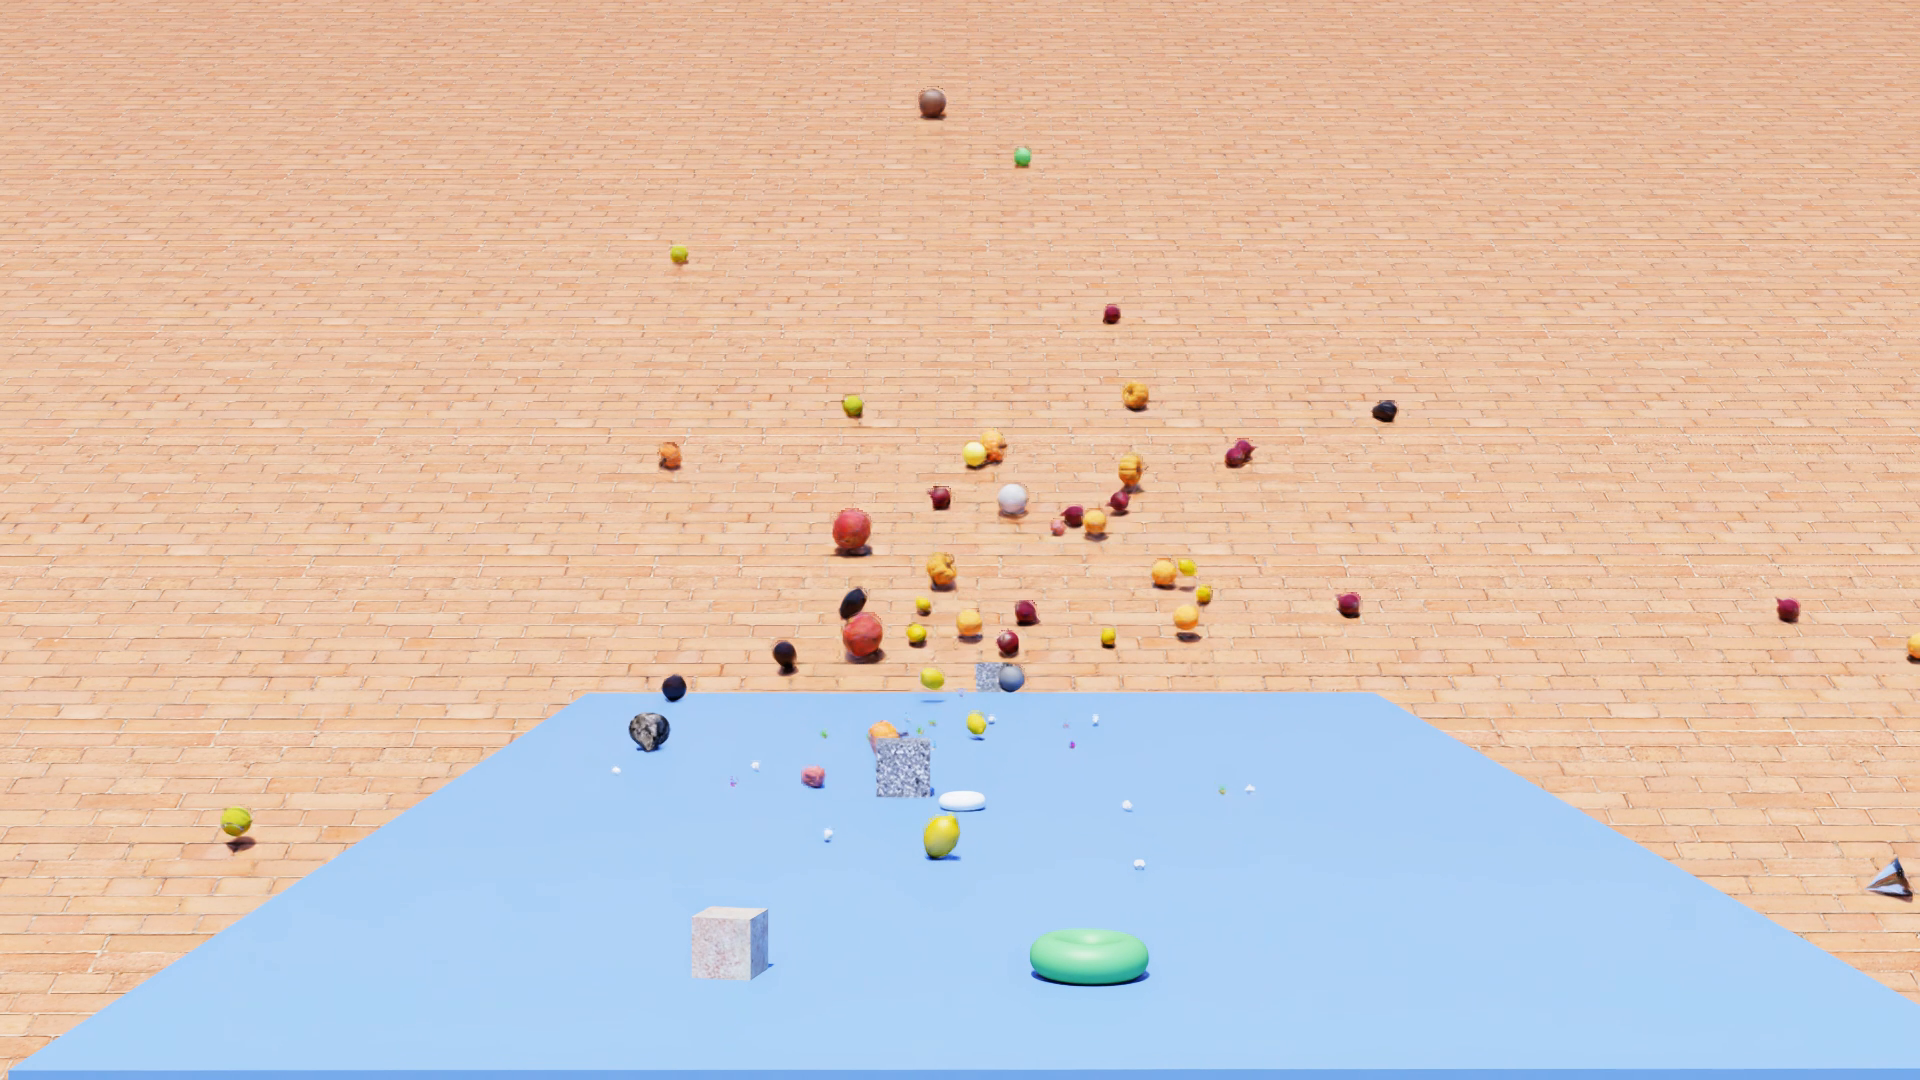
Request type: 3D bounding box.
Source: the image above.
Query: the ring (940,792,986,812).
[{"bbox_3d":[0.004,0.447,4.412,0.081,0.027,0.081,-1,3,0],"label":"ring"}]

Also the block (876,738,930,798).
[{"bbox_3d":[-0.101,0.406,4.608,0.096,0.096,0.096,0,2,-1],"label":"block"}]

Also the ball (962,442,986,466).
[{"bbox_3d":[0.045,-0.271,8.117,0.075,0.075,0.075,0,24,0],"label":"ball"}]

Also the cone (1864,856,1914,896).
[{"bbox_3d":[2.102,0.778,5.858,0.095,0.095,0.095,-22,20,16],"label":"cone"}]

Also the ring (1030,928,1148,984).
[{"bbox_3d":[0.151,0.486,3.005,0.140,0.047,0.140,1,3,0],"label":"ring"}]

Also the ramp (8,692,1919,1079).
[{"bbox_3d":[0.056,0.506,4.550,2.000,0.100,4.000,0,2,0],"label":"ramp"}]

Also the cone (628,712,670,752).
[{"bbox_3d":[-0.637,0.412,5.282,0.086,0.086,0.086,-2,29,-5],"label":"cone"}]

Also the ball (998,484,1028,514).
[{"bbox_3d":[0.158,-0.123,7.783,0.093,0.093,0.093,0,24,0],"label":"ball"}]

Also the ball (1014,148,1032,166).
[{"bbox_3d":[0.272,-1.661,11.191,0.077,0.077,0.077,0,24,0],"label":"ball"}]

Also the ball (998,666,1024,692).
[{"bbox_3d":[0.131,0.354,6.572,0.068,0.068,0.068,0,24,0],"label":"ball"}]

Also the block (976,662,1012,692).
[{"bbox_3d":[0.089,0.363,6.676,0.082,0.082,0.082,-3,-8,12],"label":"block"}]

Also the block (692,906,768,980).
[{"bbox_3d":[-0.269,0.472,3.020,0.071,0.071,0.071,0,2,13],"label":"block"}]
